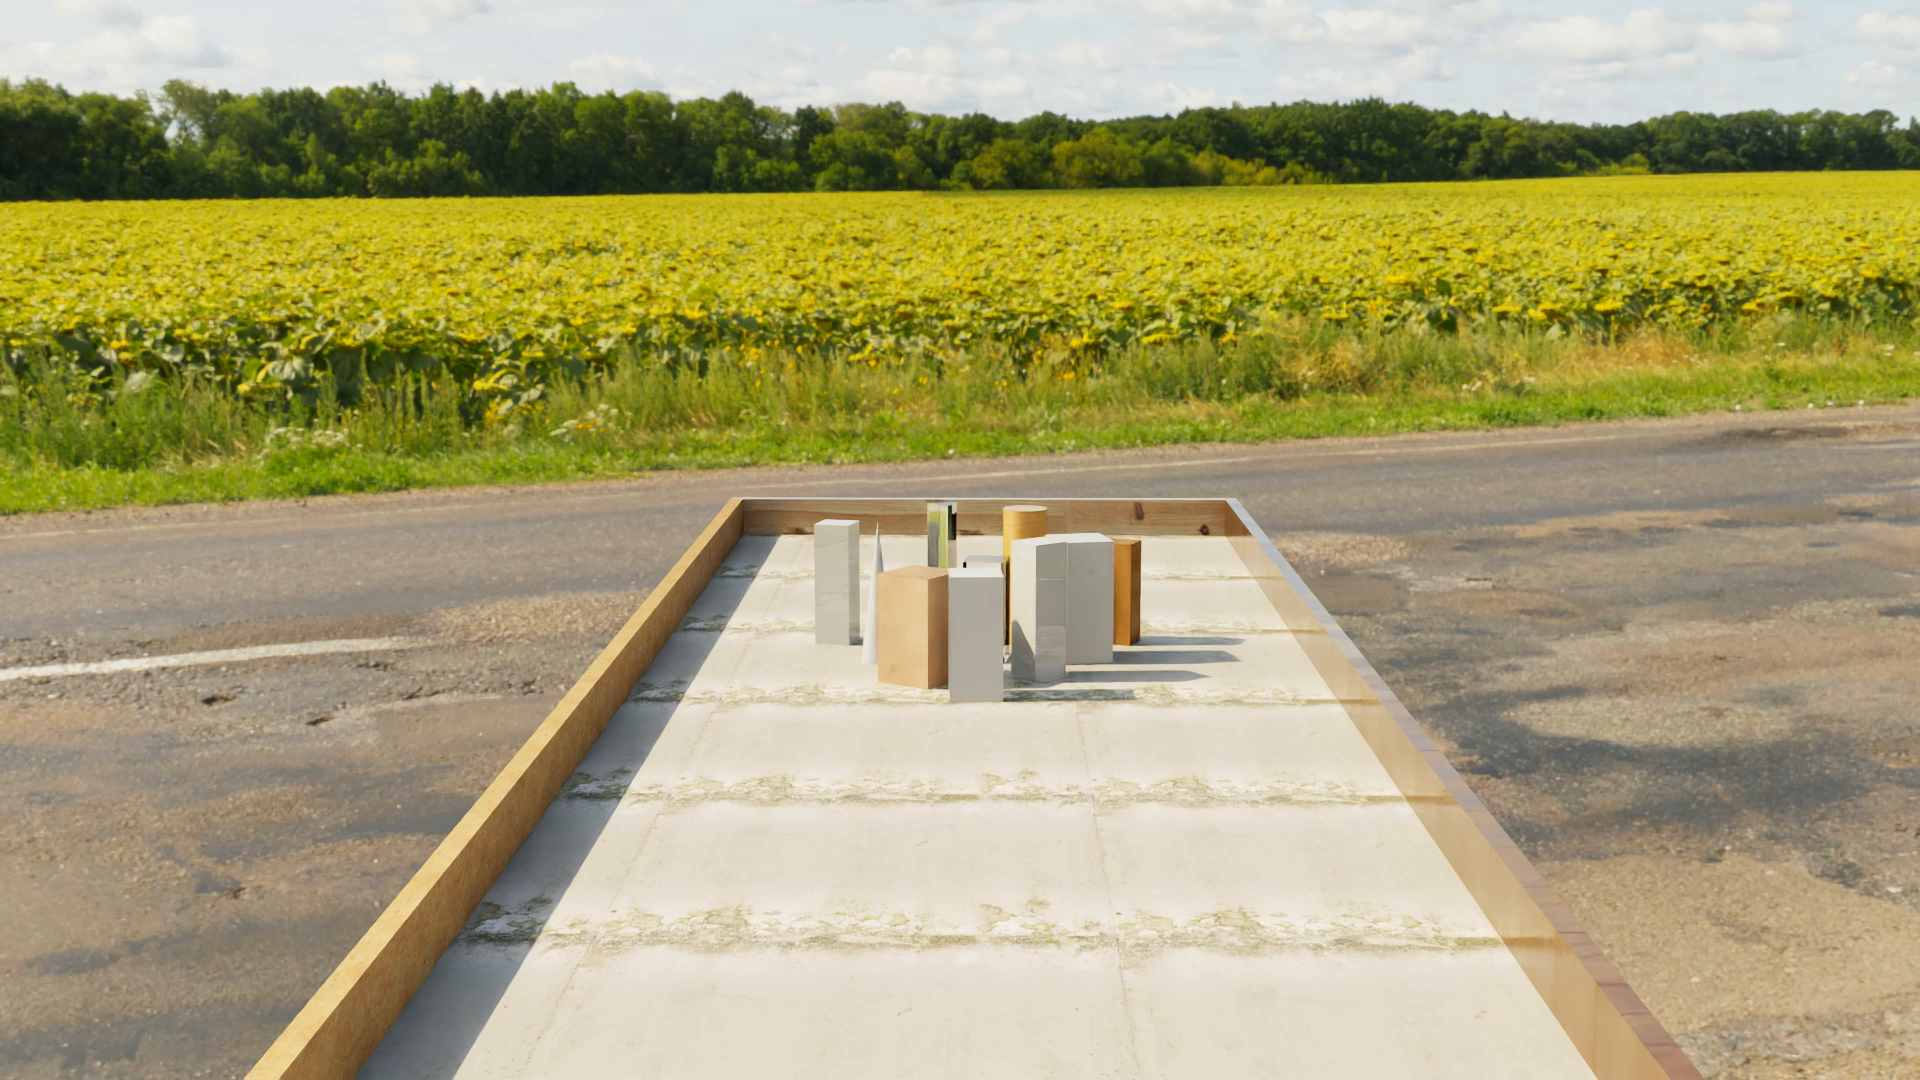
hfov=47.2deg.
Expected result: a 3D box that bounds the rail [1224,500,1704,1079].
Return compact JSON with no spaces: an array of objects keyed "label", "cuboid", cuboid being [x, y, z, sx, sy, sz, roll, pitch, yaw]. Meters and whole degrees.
[{"label":"rail","cuboid":[1.046,0.843,3.208,0.050,0.150,12.000,0,9,1]}]

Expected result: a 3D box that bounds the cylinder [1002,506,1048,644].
[{"label":"cylinder","cuboid":[0.205,0.111,6.948,0.139,0.426,0.139,0,9,0]}]

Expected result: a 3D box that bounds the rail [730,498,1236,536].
[{"label":"rail","cuboid":[0.099,-0.098,9.147,2.100,0.150,0.050,0,9,1]}]

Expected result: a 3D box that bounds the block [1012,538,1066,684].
[{"label":"block","cuboid":[0.230,0.203,6.434,0.114,0.405,0.114,-7,11,-36]}]

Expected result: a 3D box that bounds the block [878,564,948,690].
[{"label":"block","cuboid":[-0.114,0.251,6.401,0.179,0.321,0.179,6,11,34]}]

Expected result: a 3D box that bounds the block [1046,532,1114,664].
[{"label":"block","cuboid":[0.362,0.178,6.700,0.171,0.372,0.171,-2,9,-12]}]

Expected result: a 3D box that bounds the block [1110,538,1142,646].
[{"label":"block","cuboid":[0.507,0.163,6.950,0.102,0.322,0.102,4,10,23]}]

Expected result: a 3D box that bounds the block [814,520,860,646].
[{"label":"block","cuboid":[-0.388,0.133,6.951,0.112,0.381,0.112,2,9,15]}]

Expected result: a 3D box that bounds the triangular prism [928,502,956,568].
[{"label":"triangular prism","cuboid":[-0.042,0.102,6.962,0.080,0.440,0.093,-8,12,-41]}]

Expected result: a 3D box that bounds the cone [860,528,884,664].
[{"label":"cone","cuboid":[-0.248,0.157,6.653,0.107,0.428,0.107,0,9,0]}]

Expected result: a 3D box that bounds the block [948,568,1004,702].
[{"label":"block","cuboid":[0.043,0.267,6.194,0.149,0.355,0.149,0,9,-2]}]

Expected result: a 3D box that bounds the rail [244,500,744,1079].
[{"label":"rail","cuboid":[-1.004,0.839,3.234,0.050,0.150,12.000,0,9,1]}]

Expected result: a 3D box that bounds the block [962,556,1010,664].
[{"label":"block","cuboid":[0.081,0.210,6.696,0.127,0.309,0.127,1,9,8]}]
